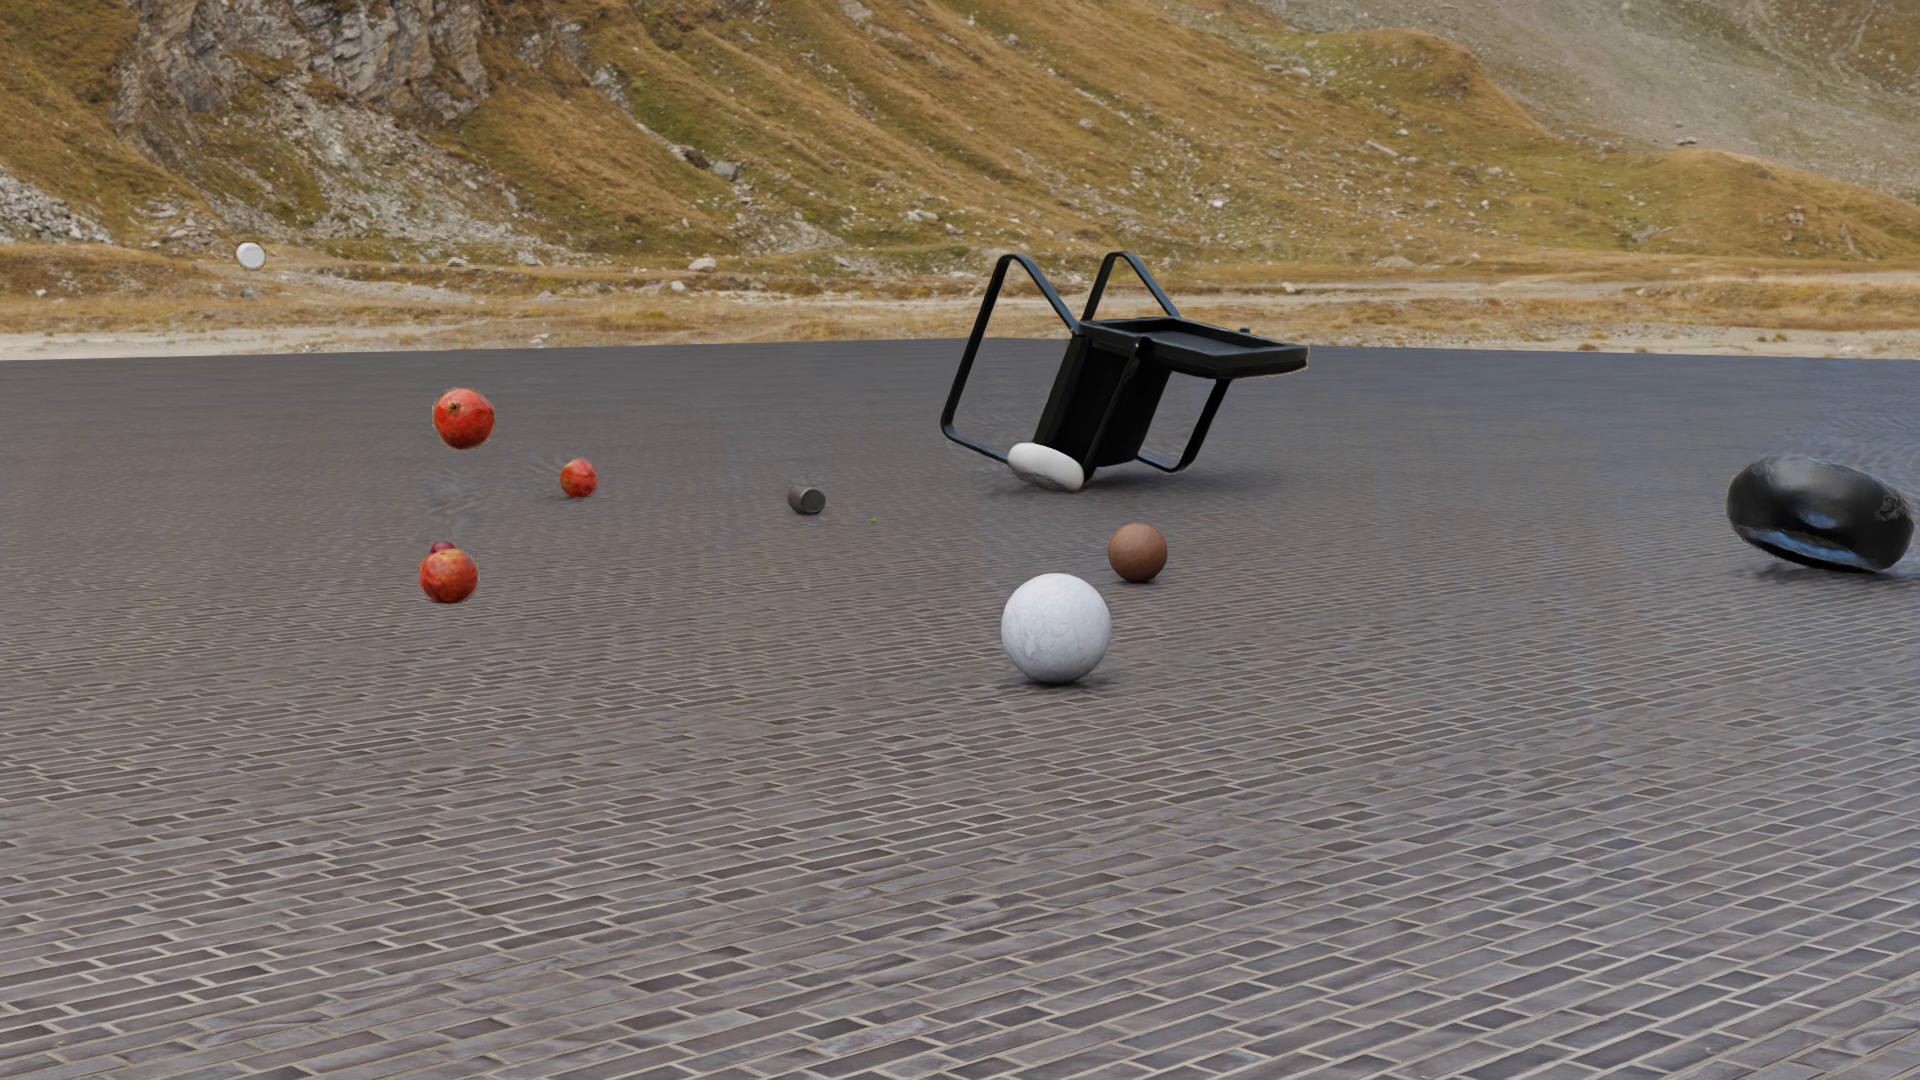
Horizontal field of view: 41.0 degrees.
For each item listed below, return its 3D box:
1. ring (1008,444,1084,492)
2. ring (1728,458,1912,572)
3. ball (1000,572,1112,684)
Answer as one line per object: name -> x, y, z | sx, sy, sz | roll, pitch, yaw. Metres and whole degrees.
ring -> 0.262, -0.219, 7.791 | 0.255, 0.093, 0.175 | 22, -13, -24
ring -> 1.894, -0.054, 5.657 | 0.402, 0.165, 0.387 | 20, -10, -9
ball -> 0.156, 0.143, 4.154 | 0.179, 0.179, 0.179 | 0, 6, 0
